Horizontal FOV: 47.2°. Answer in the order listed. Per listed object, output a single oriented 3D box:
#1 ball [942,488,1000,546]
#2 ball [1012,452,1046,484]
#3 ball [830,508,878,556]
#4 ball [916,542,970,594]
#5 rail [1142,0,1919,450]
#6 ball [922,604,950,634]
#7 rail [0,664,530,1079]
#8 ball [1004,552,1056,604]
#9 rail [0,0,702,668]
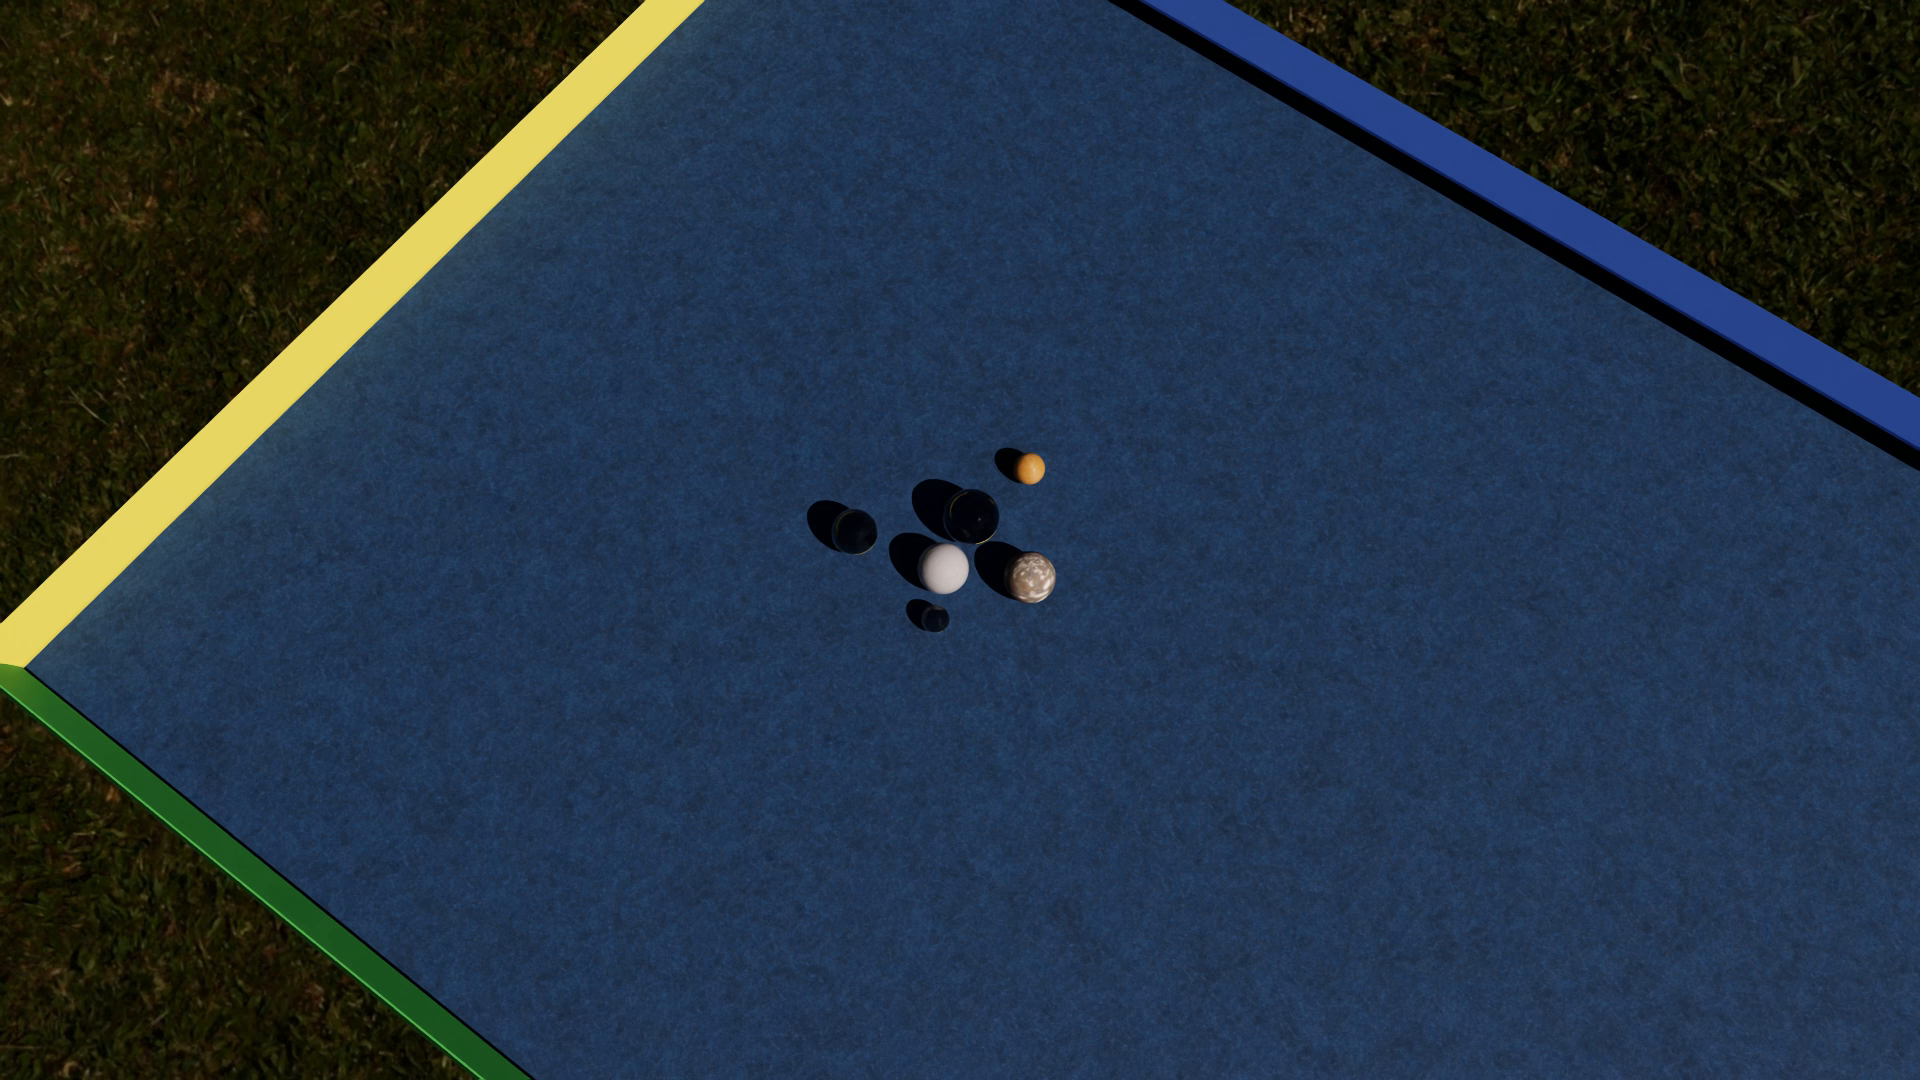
[{"bbox_3d":[0.018,-0.038,3.611,0.094,0.094,0.094,0,64,0],"label":"ball"},{"bbox_3d":[0.115,-0.119,3.674,0.055,0.055,0.055,0,64,0],"label":"ball"},{"bbox_3d":[-0.173,-0.013,3.608,0.078,0.078,0.078,0,64,0],"label":"ball"},{"bbox_3d":[-0.028,0.046,3.575,0.085,0.085,0.085,0,64,0],"label":"ball"},{"bbox_3d":[1.533,-0.215,3.682,4.353,0.122,0.045,34,68,15],"label":"rail"},{"bbox_3d":[-0.040,0.128,3.556,0.047,0.047,0.047,0,64,0],"label":"ball"},{"bbox_3d":[0.206,1.366,2.902,4.353,0.122,0.045,34,68,15],"label":"rail"},{"bbox_3d":[0.113,0.061,3.568,0.085,0.085,0.085,0,64,0],"label":"ball"},{"bbox_3d":[-0.851,-0.585,3.865,0.045,0.122,2.255,34,68,15],"label":"rail"}]
